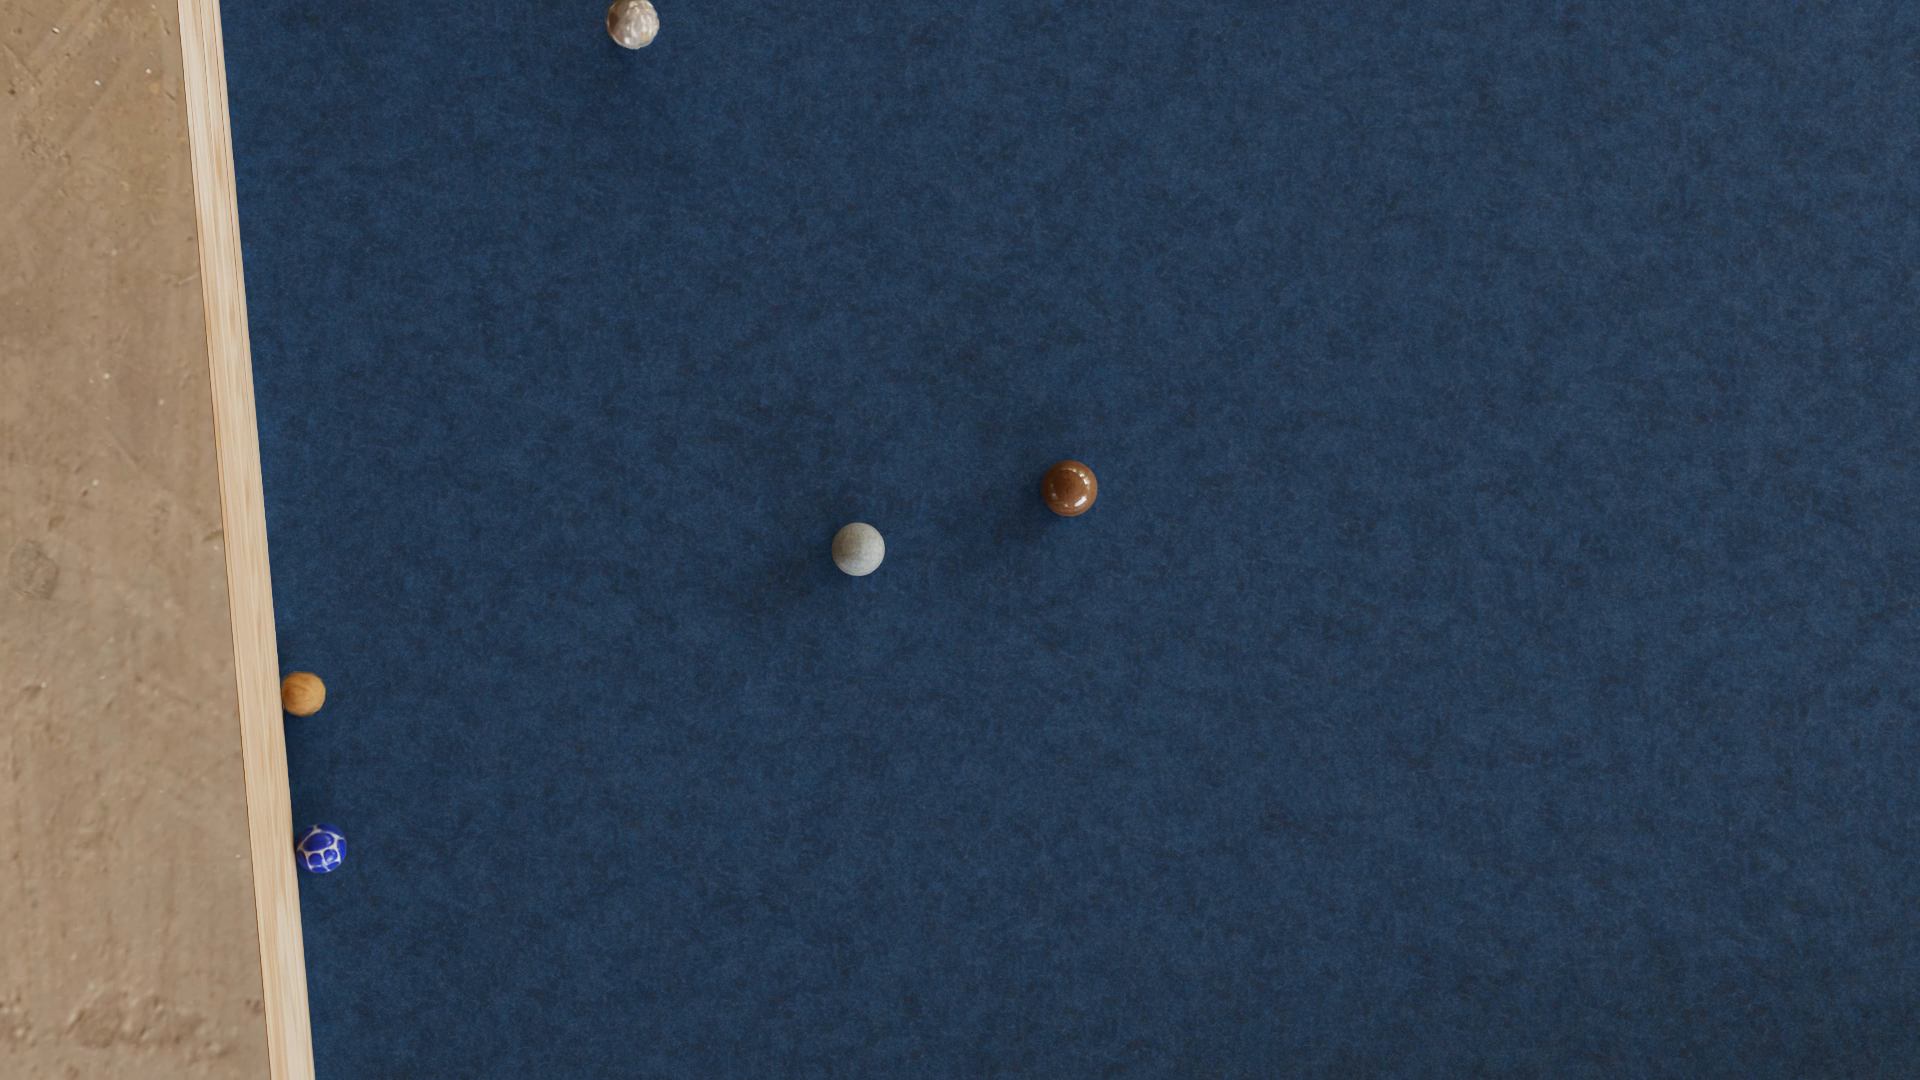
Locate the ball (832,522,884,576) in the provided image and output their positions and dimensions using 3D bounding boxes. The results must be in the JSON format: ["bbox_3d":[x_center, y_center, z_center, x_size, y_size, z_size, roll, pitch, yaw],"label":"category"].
[{"bbox_3d":[-0.151,0.014,3.248,0.079,0.079,0.079,0,84,0],"label":"ball"}]

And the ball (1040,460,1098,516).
[{"bbox_3d":[0.162,-0.076,3.256,0.084,0.084,0.084,0,84,0],"label":"ball"}]

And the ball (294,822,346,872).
[{"bbox_3d":[-0.931,0.448,3.202,0.073,0.073,0.073,0,84,0],"label":"ball"}]

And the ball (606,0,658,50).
[{"bbox_3d":[-0.497,-0.785,3.338,0.079,0.079,0.079,0,84,0],"label":"ball"}]

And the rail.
[{"bbox_3d":[-1.027,0.124,3.219,0.045,0.110,2.389,-7,84,-1],"label":"rail"}]

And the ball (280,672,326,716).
[{"bbox_3d":[-0.966,0.227,3.231,0.065,0.065,0.065,0,84,0],"label":"ball"}]
